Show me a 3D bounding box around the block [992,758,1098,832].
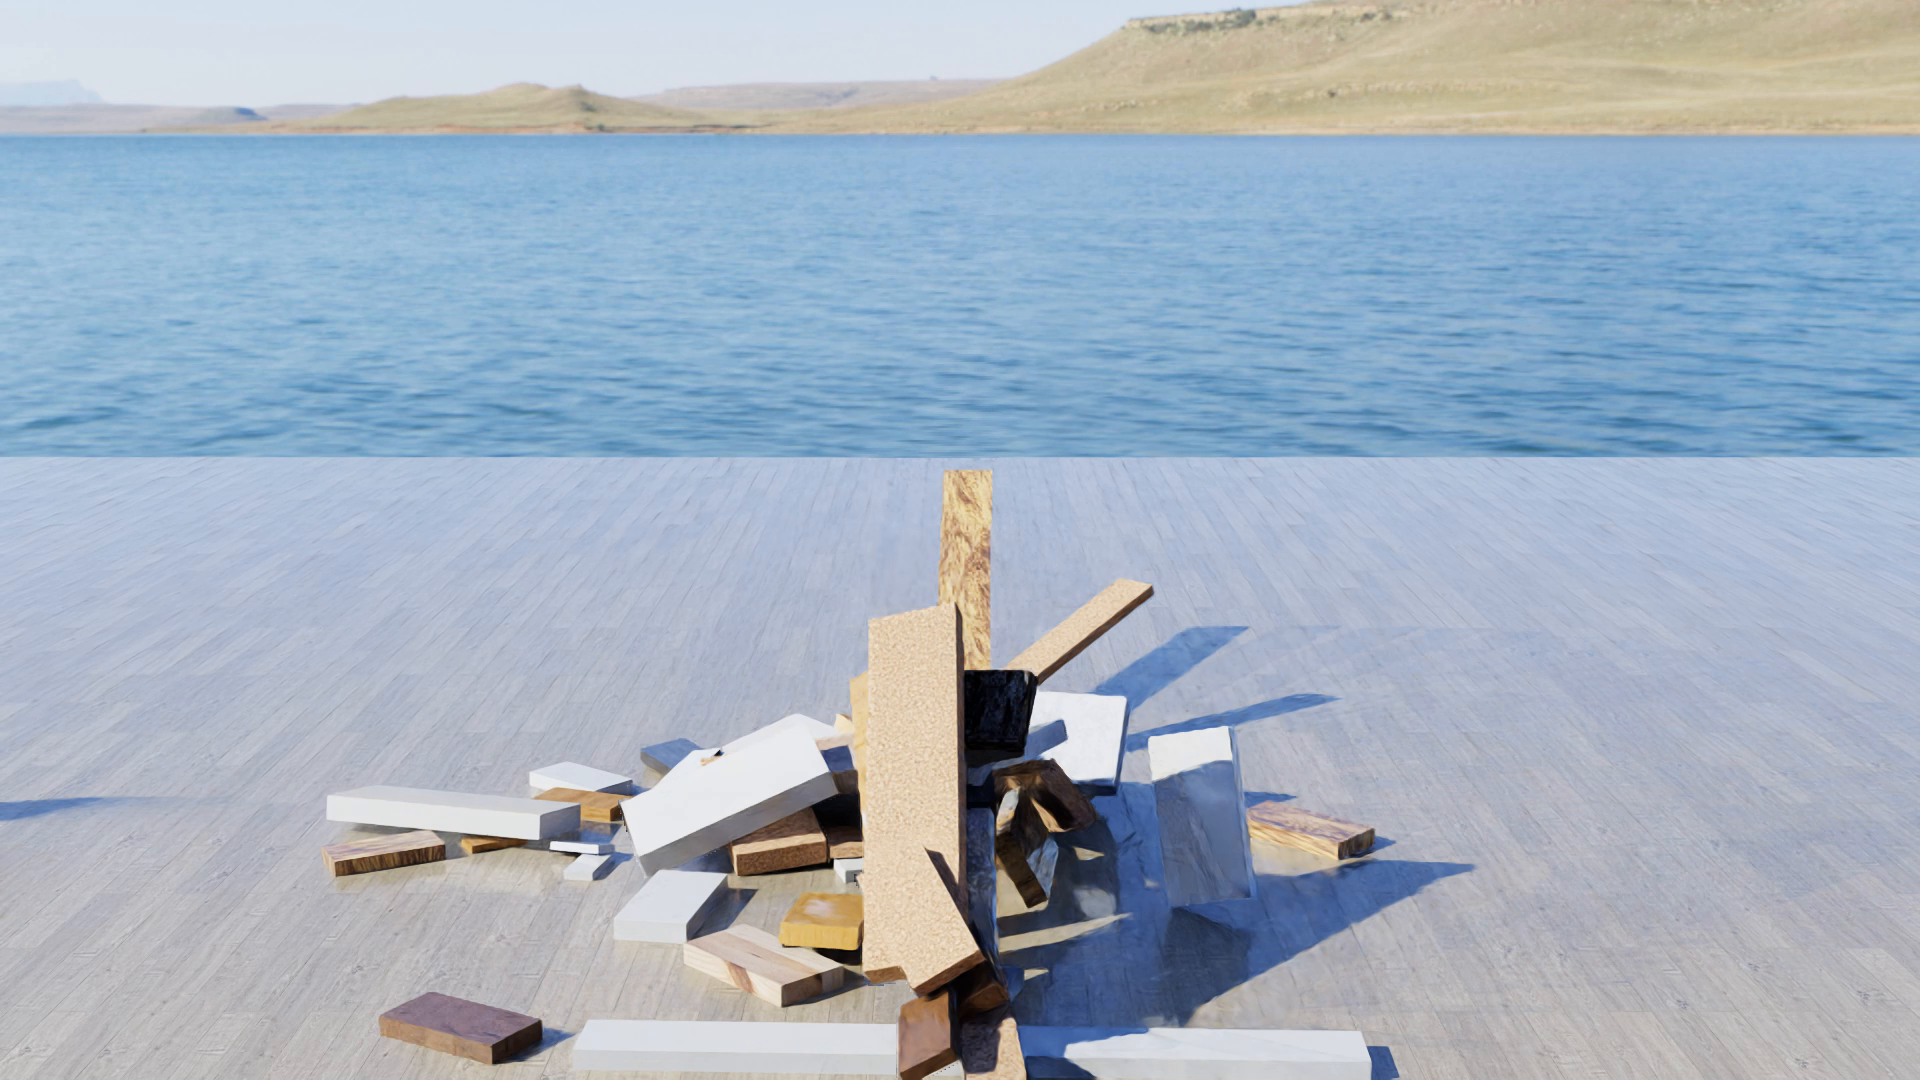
[{"bbox_3d":[0.134,0.452,3.869,0.037,0.130,0.259,-42,10,-23],"label":"block"}]

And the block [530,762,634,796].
[{"bbox_3d":[-0.732,0.468,4.251,0.191,0.027,0.095,9,14,39],"label":"block"}]

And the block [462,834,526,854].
[{"bbox_3d":[-0.829,0.537,3.916,0.102,0.014,0.051,-7,12,-32],"label":"block"}]

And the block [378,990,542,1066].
[{"bbox_3d":[-0.701,0.683,3.085,0.207,0.029,0.103,6,12,29],"label":"block"}]

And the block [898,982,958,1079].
[{"bbox_3d":[-0.042,0.647,2.887,0.077,0.022,0.154,-29,19,10],"label":"block"}]

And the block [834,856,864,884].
[{"bbox_3d":[-0.130,0.559,3.777,0.159,0.023,0.080,-3,11,-17],"label":"block"}]

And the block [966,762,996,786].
[{"bbox_3d":[0.002,0.349,3.500,0.099,0.028,0.199,2,9,9],"label":"block"}]

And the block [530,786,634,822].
[{"bbox_3d":[-0.707,0.494,4.118,0.170,0.024,0.085,4,11,22],"label":"block"}]

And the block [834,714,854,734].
[{"bbox_3d":[-0.159,0.366,4.129,0.103,0.029,0.207,14,0,-18],"label":"block"}]

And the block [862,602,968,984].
[{"bbox_3d":[-0.064,0.352,3.180,0.139,0.039,0.605,-12,49,13],"label":"block"}]

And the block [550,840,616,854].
[{"bbox_3d":[-0.661,0.538,3.854,0.102,0.014,0.051,0,-5,27],"label":"block"}]

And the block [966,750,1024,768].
[{"bbox_3d":[-0.017,0.315,3.510,0.119,0.034,0.238,-7,10,-35],"label":"block"}]

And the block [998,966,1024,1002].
[{"bbox_3d":[0.016,0.650,3.139,0.102,0.029,0.204,1,6,16],"label":"block"}]

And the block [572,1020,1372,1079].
[{"bbox_3d":[0.015,0.698,3.008,1.075,0.029,0.102,0,11,2],"label":"block"}]

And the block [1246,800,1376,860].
[{"bbox_3d":[0.615,0.521,3.955,0.232,0.033,0.116,10,16,43],"label":"block"}]

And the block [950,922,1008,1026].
[{"bbox_3d":[-0.001,0.602,3.034,0.099,0.028,0.199,-29,17,-1],"label":"block"}]

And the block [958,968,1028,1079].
[{"bbox_3d":[0.048,0.702,2.811,0.077,0.022,0.595,-4,17,-4],"label":"block"}]

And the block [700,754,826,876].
[{"bbox_3d":[-0.352,0.476,3.897,0.157,0.044,0.314,-7,28,-16],"label":"block"}]

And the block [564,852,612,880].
[{"bbox_3d":[-0.640,0.561,3.784,0.051,0.014,0.102,2,11,10],"label":"block"}]

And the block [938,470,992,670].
[{"bbox_3d":[0.009,0.159,4.770,0.116,0.033,1.299,0,29,1],"label":"block"}]

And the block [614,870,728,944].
[{"bbox_3d":[-0.466,0.592,3.564,0.119,0.034,0.238,2,11,10],"label":"block"}]

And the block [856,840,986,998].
[{"bbox_3d":[-0.055,0.514,2.994,0.102,0.029,0.204,-30,47,-3],"label":"block"}]

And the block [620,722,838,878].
[{"bbox_3d":[-0.403,0.449,3.827,0.353,0.050,0.176,-24,30,-8],"label":"block"}]

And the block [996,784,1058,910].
[{"bbox_3d":[0.109,0.507,3.657,0.037,0.130,0.259,-28,6,10],"label":"block"}]

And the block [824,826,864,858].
[{"bbox_3d":[-0.202,0.531,3.867,0.064,0.018,0.194,-2,3,-7],"label":"block"}]

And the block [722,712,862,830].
[{"bbox_3d":[-0.237,0.430,4.099,0.176,0.050,0.484,-23,22,-33],"label":"block"}]

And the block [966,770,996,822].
[{"bbox_3d":[-0.002,0.392,3.416,0.111,0.031,0.222,0,9,-1],"label":"block"}]

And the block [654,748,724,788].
[{"bbox_3d":[-0.521,0.452,4.112,0.085,0.024,0.170,-10,25,43],"label":"block"}]

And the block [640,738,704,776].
[{"bbox_3d":[-0.490,0.449,4.212,0.095,0.027,0.518,-13,11,-24],"label":"block"}]

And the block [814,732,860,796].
[{"bbox_3d":[-0.125,0.385,3.926,0.314,0.044,0.157,-10,20,5],"label":"block"}]

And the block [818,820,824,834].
[{"bbox_3d":[-0.295,0.531,3.917,0.080,0.023,0.159,3,11,7],"label":"block"}]

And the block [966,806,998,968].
[{"bbox_3d":[0.002,0.514,3.227,0.099,0.241,0.028,-8,-30,11],"label":"block"}]

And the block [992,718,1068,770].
[{"bbox_3d":[0.081,0.358,3.756,0.139,0.039,0.277,-17,-3,18],"label":"block"}]

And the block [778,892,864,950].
[{"bbox_3d":[-0.204,0.595,3.445,0.119,0.034,0.238,3,2,5],"label":"block"}]

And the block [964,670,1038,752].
[{"bbox_3d":[-0.005,0.261,3.393,0.238,0.119,0.034,-1,-29,26],"label":"block"}]

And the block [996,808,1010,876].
[{"bbox_3d":[0.052,0.501,3.819,0.037,0.130,0.259,-43,12,2],"label":"block"}]

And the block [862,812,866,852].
[{"bbox_3d":[-0.099,0.465,3.199,0.075,0.150,0.021,-9,-30,9],"label":"block"}]

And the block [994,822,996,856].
[{"bbox_3d":[-0.001,0.538,3.334,0.111,0.222,0.031,0,-1,-1],"label":"block"}]

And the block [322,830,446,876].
[{"bbox_3d":[-1.005,0.545,3.836,0.191,0.027,0.095,-6,12,-29],"label":"block"}]

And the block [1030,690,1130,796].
[{"bbox_3d":[0.126,0.369,4.063,0.353,0.176,0.050,3,-28,15],"label":"block"}]

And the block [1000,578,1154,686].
[{"bbox_3d":[0.097,0.295,4.437,0.085,0.024,0.926,12,33,37],"label":"block"}]

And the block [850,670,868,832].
[{"bbox_3d":[-0.099,0.359,3.319,0.119,0.369,0.034,-29,-37,33],"label":"block"}]

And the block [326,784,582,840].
[{"bbox_3d":[-0.918,0.493,3.992,0.428,0.044,0.157,3,1,17],"label":"block"}]

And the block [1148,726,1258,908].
[{"bbox_3d":[0.395,0.452,3.590,0.139,0.277,0.039,-11,-11,21],"label":"block"}]

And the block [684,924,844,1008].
[{"bbox_3d":[-0.297,0.639,3.313,0.119,0.034,0.238,-10,14,-42],"label":"block"}]

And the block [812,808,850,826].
[{"bbox_3d":[-0.236,0.478,4.087,0.232,0.033,0.116,6,25,40],"label":"block"}]
